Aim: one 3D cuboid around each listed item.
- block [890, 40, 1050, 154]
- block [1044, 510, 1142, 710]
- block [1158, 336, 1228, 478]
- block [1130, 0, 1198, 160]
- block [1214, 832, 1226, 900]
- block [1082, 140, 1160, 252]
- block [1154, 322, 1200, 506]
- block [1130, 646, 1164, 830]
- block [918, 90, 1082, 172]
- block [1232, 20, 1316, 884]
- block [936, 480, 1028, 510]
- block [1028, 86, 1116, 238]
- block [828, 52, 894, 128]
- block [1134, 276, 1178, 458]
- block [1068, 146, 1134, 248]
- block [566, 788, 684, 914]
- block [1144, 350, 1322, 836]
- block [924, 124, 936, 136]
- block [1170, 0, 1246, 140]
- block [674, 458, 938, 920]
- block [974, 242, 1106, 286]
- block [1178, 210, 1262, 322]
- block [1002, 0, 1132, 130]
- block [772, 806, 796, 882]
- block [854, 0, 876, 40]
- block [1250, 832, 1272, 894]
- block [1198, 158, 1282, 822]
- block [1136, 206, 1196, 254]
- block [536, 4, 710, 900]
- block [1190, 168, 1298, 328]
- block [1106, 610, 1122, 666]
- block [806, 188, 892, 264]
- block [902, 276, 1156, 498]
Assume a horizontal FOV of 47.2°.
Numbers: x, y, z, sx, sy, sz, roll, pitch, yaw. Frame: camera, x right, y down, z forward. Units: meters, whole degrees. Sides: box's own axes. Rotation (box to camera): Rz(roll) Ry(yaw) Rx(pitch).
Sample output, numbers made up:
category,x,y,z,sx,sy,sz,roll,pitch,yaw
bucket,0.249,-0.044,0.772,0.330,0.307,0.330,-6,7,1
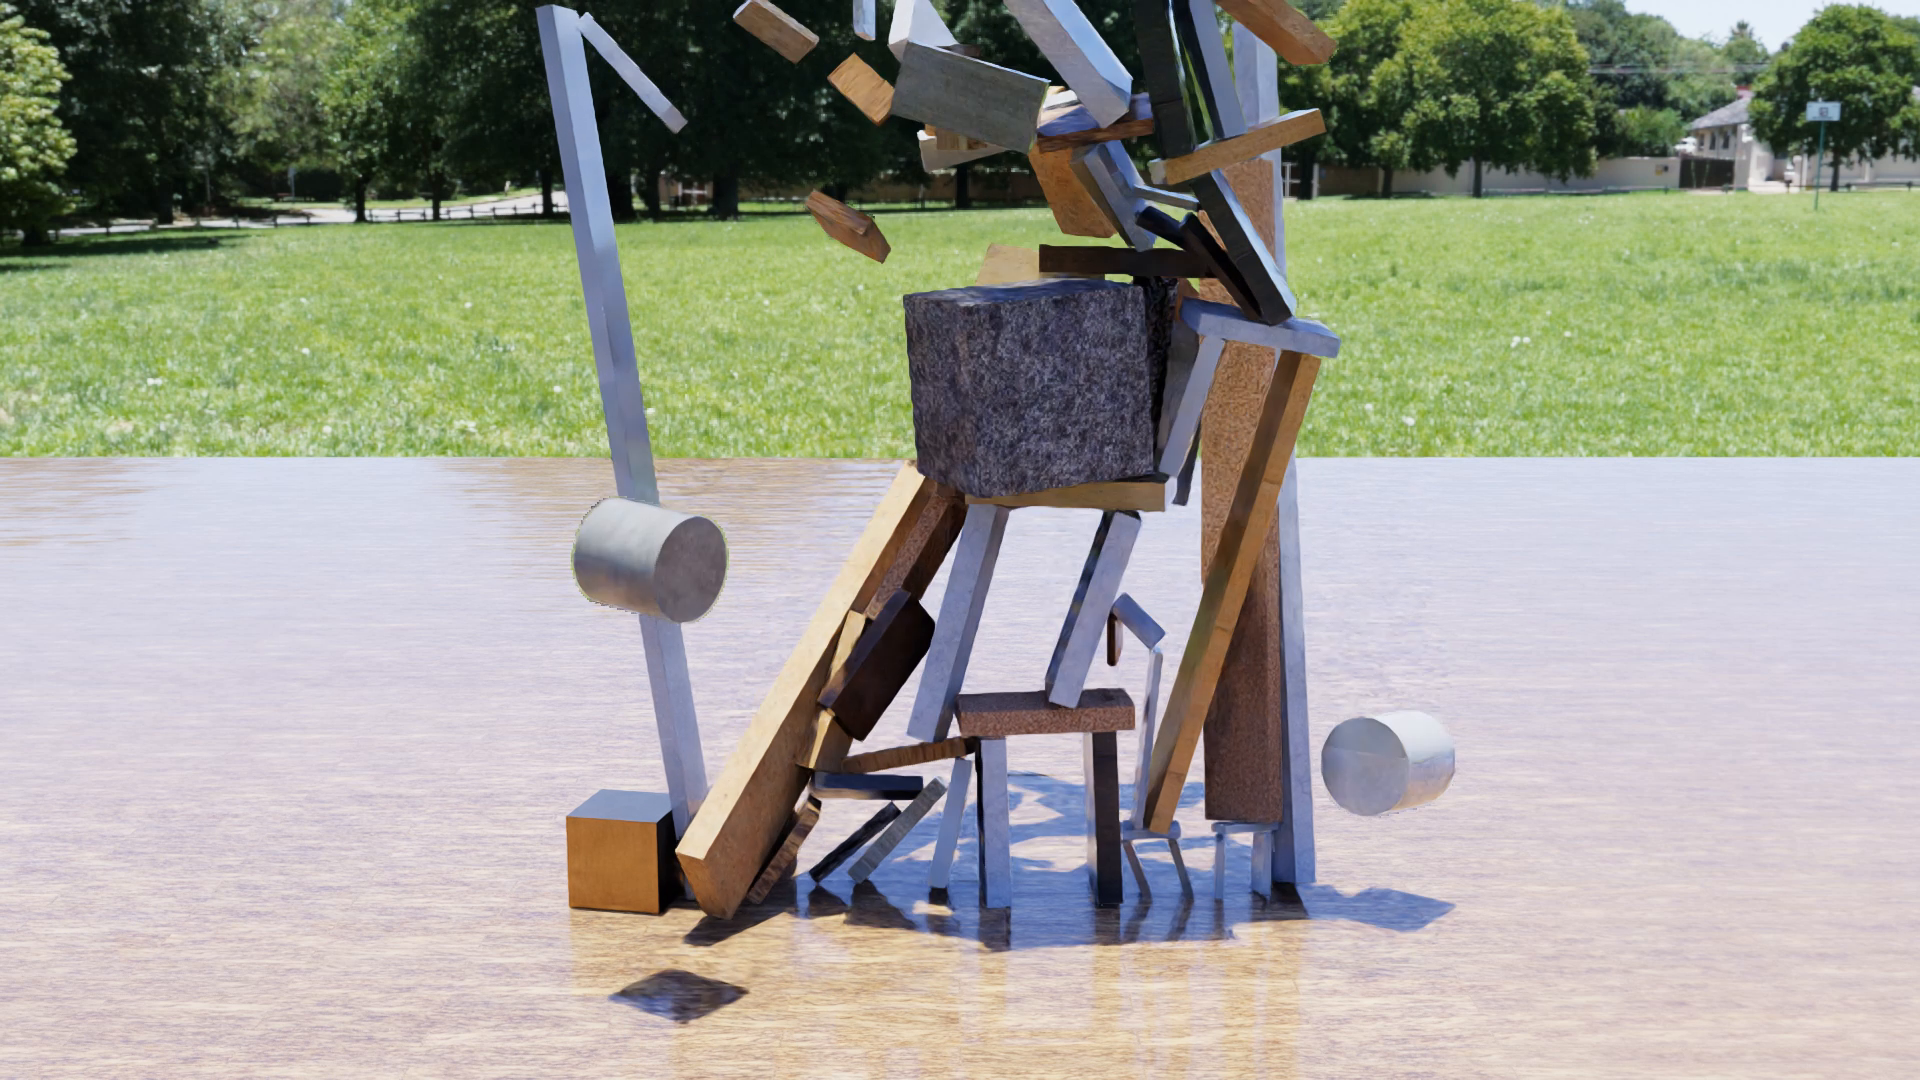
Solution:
category,x,y,z,sx,sy,sz,roll,pitch,yaw
block,0.015,-0.698,3.466,0.231,0.116,0.033,18,18,7
block,0.216,0.102,3.605,0.046,0.326,0.163,19,8,-3
block,0.380,-0.227,3.553,0.033,0.236,0.118,20,18,7
block,0.308,-0.775,3.416,0.049,0.347,0.172,-10,13,11
block,0.432,0.540,3.655,0.014,0.101,0.050,1,13,6
block,0.262,-0.561,3.506,0.027,0.187,0.094,-17,32,31
block,0.346,-0.225,3.826,0.155,0.310,0.044,11,-1,-16
block,0.307,0.326,3.619,0.014,0.301,0.048,5,10,-6
block,0.073,-0.717,3.853,0.291,0.023,0.082,-16,-32,-3
block,0.534,-0.176,3.760,0.035,1.506,0.123,0,-7,-11
block,0.109,-0.150,3.920,0.358,0.179,0.051,-12,7,-39
block,0.190,-0.693,4.036,0.041,0.290,0.145,-38,28,-22
block,-0.153,-0.735,3.588,0.122,0.061,0.017,44,-4,18
block,0.301,-0.276,3.606,0.044,0.310,0.155,6,7,-7
block,0.245,-0.571,3.539,0.027,0.187,0.094,-14,43,35
block,-0.548,0.515,3.647,0.156,0.156,0.156,2,11,12
block,0.433,0.083,3.590,0.033,0.812,0.118,15,9,-10
block,0.024,-0.721,3.686,0.165,0.082,0.023,4,-5,20
block,0.385,-0.750,3.432,0.035,0.246,0.123,-18,11,-2
block,-0.232,0.234,3.728,0.051,0.179,0.872,13,53,22
block,0.141,-0.469,4.142,0.041,0.145,0.290,23,-3,-43
block,0.411,-0.429,3.451,0.015,0.191,0.054,-32,17,30
block,0.139,-0.805,3.378,0.049,0.345,0.172,-34,20,22
block,-0.352,0.507,3.775,0.125,0.125,0.125,0,11,3
block,-0.159,-0.900,3.658,0.017,0.122,0.061,-1,1,16
block,0.502,0.536,3.666,0.014,0.101,0.050,3,1,-15
block,0.471,-0.084,3.712,0.130,1.109,0.037,-4,-5,41
block,0.336,-0.491,3.482,0.107,0.015,0.054,28,34,10
block,-0.536,-0.133,3.599,0.029,1.460,0.103,-7,6,14
block,0.450,-0.468,3.480,0.037,0.259,0.130,-29,8,18
block,0.256,0.157,3.636,0.014,0.096,0.048,8,41,15
block,-0.175,-0.495,3.485,0.103,0.029,0.206,28,-2,8
block,0.106,-0.251,3.498,0.294,0.294,0.294,-9,12,-18
